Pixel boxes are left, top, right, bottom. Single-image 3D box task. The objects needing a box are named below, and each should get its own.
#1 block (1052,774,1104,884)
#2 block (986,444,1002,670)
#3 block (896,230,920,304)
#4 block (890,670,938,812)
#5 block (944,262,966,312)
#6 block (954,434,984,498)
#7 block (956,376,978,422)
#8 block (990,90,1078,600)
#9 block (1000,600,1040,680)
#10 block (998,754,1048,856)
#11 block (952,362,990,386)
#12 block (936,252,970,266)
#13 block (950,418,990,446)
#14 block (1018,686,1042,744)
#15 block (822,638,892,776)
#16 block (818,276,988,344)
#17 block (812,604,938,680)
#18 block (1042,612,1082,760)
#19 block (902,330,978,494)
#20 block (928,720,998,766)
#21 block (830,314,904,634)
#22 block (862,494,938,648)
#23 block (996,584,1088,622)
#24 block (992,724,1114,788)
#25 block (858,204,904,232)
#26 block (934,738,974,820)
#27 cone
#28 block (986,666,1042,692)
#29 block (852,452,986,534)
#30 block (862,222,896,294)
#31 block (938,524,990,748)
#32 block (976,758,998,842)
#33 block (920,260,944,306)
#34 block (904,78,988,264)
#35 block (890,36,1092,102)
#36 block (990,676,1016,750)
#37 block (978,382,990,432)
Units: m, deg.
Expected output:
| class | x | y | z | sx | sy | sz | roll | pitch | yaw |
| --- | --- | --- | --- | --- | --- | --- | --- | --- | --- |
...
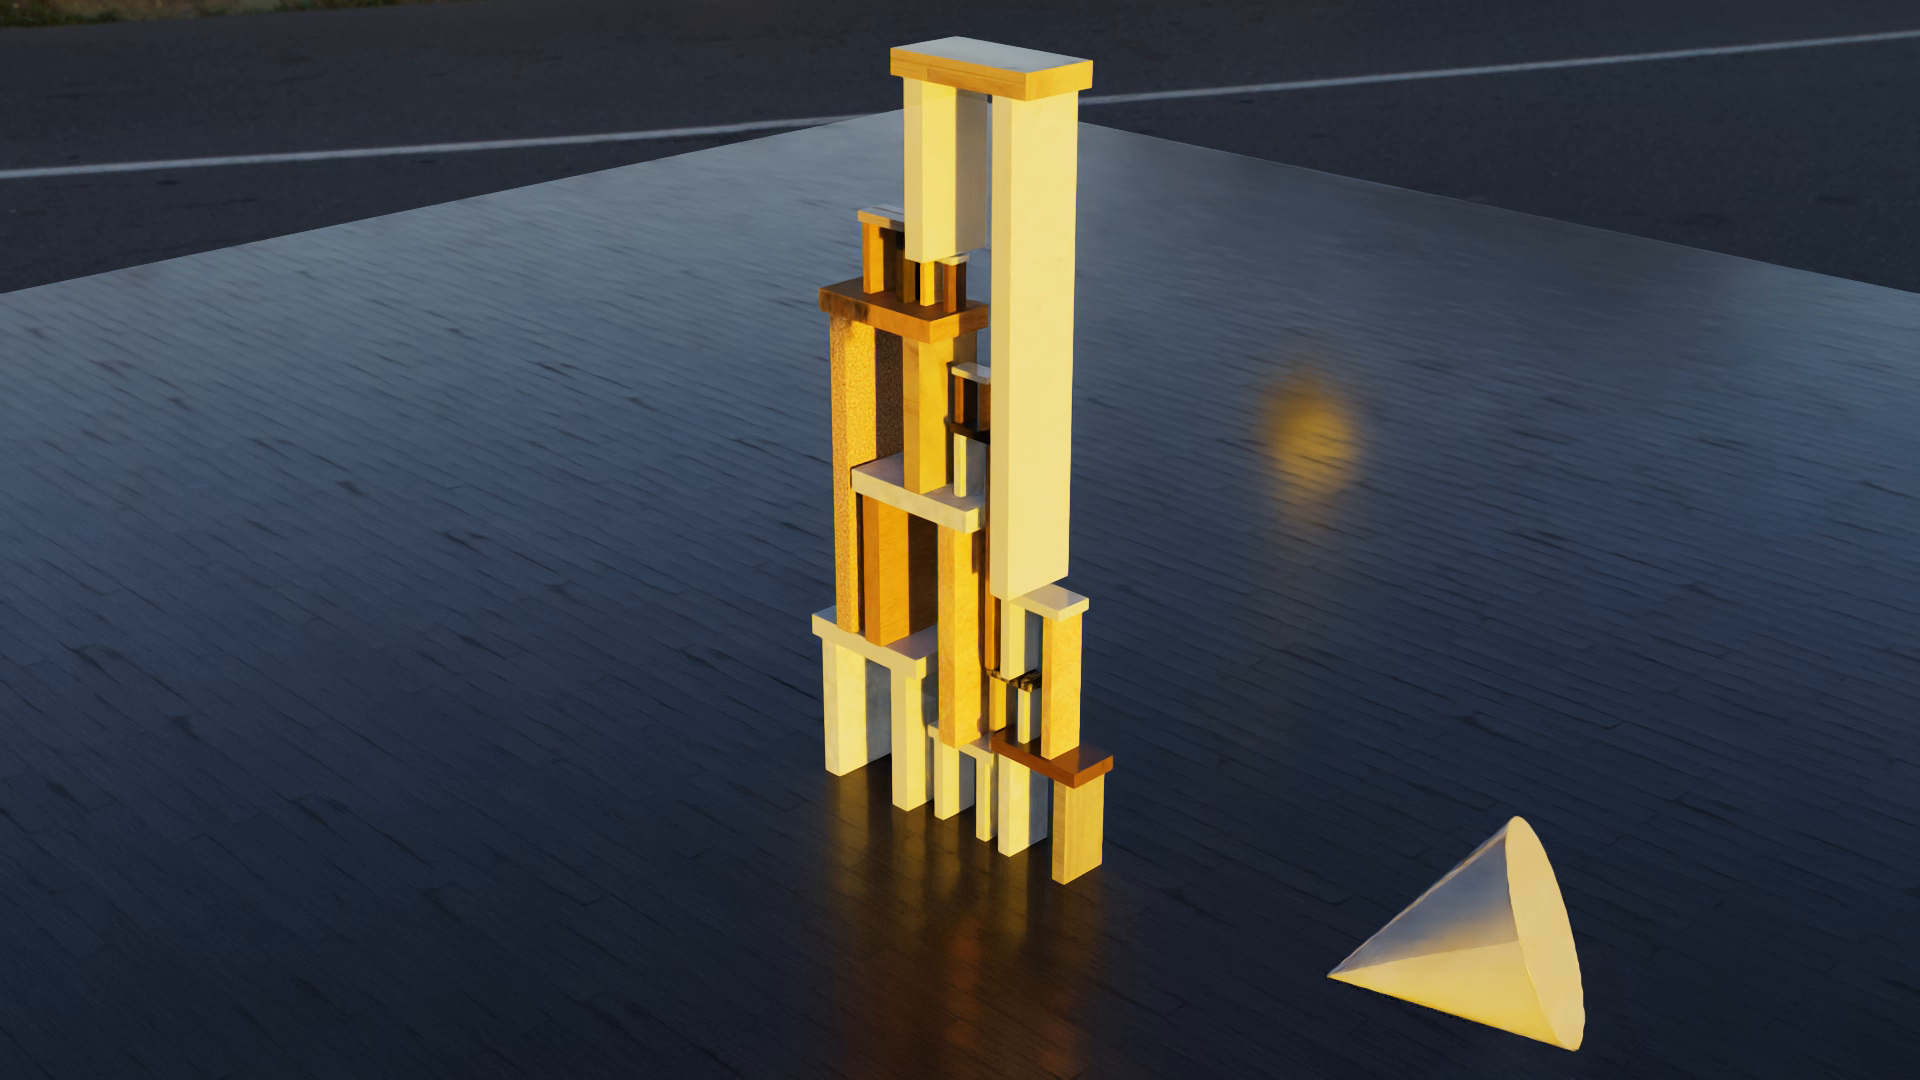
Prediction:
| class | x | y | z | sx | sy | sz | roll | pitch | yaw |
| --- | --- | --- | --- | --- | --- | --- | --- | --- | --- |
| block | 0.226 | 0.541 | 4.209 | 0.031 | 0.217 | 0.108 | 21 | 31 | 41 |
| block | 0.076 | 0.027 | 4.147 | 0.062 | 0.456 | 0.018 | -21 | 31 | -40 |
| block | -0.087 | -0.515 | 4.098 | 0.019 | 0.136 | 0.068 | 22 | 31 | 40 |
| block | -0.068 | 0.382 | 4.466 | 0.043 | 0.307 | 0.153 | 21 | 31 | 41 |
| block | -0.009 | -0.468 | 4.043 | 0.013 | 0.092 | 0.046 | 21 | 31 | 41 |
| block | 0.017 | -0.148 | 4.136 | 0.062 | 0.124 | 0.018 | -21 | 31 | -40 |
| block | 0.012 | -0.268 | 4.097 | 0.046 | 0.092 | 0.013 | -21 | 31 | -40 |
| block | 0.130 | -0.343 | 3.944 | 0.047 | 0.927 | 0.165 | 21 | 31 | 41 |
| block | 0.114 | 0.177 | 4.171 | 0.081 | 0.162 | 0.023 | -21 | 31 | -41 |
| block | 0.124 | 0.501 | 4.303 | 0.031 | 0.217 | 0.108 | 21 | 31 | 41 |
| block | 0.034 | -0.308 | 4.056 | 0.046 | 0.013 | 0.092 | -21 | 31 | -40 |
| block | -0.031 | -0.524 | 4.043 | 0.092 | 0.013 | 0.046 | 21 | 31 | 41 |
| block | 0.047 | -0.202 | 4.082 | 0.062 | 0.018 | 0.124 | -21 | 31 | -41 |
| block | 0.137 | 0.328 | 4.209 | 0.057 | 0.113 | 0.016 | -21 | 31 | -41 |
| block | -0.213 | 0.326 | 4.600 | 0.043 | 0.307 | 0.153 | 21 | 31 | 41 |
| block | -0.108 | -0.439 | 4.148 | 0.303 | 0.043 | 0.152 | 21 | 31 | 41 |
| block | -0.140 | 0.193 | 4.465 | 0.307 | 0.043 | 0.153 | 21 | 31 | 41 |
| block | 0.190 | 0.266 | 4.126 | 0.081 | 0.291 | 0.023 | -21 | 31 | -41 |
| block | -0.037 | -0.252 | 4.150 | 0.152 | 0.303 | 0.043 | -21 | 31 | -41 |
| block | 0.031 | 0.390 | 4.354 | 0.089 | 0.025 | 0.177 | -21 | 31 | -41 |
| block | -0.180 | -0.142 | 4.352 | 0.043 | 0.662 | 0.152 | 21 | 31 | 41 |
| block | -0.118 | 0.041 | 4.366 | 0.044 | 0.314 | 0.157 | 21 | 31 | 41 |
| block | 0.152 | 0.107 | 4.099 | 0.162 | 0.023 | 0.081 | 21 | 31 | 41 |
| block | 0.175 | 0.407 | 4.208 | 0.217 | 0.031 | 0.108 | 21 | 31 | 41 |
| block | -0.119 | -0.599 | 4.097 | 0.136 | 0.019 | 0.068 | 21 | 31 | 40 |
| block | -0.011 | 0.467 | 4.432 | 0.089 | 0.177 | 0.025 | -21 | 31 | -41 |
| cone | 0.446 | 0.390 | 2.071 | 0.217 | 0.217 | 0.217 | -17 | 15 | 24 |
| block | 0.110 | 0.258 | 4.208 | 0.057 | 0.016 | 0.113 | -21 | 31 | -41 |
| block | -0.044 | -0.096 | 4.228 | 0.157 | 0.044 | 0.314 | -21 | 31 | -41 |
| block | -0.152 | -0.540 | 4.157 | 0.019 | 0.136 | 0.068 | 21 | 31 | 40 |
| block | 0.030 | 0.167 | 4.258 | 0.157 | 0.462 | 0.044 | -21 | 31 | -40 |
| block | 0.072 | 0.500 | 4.356 | 0.025 | 0.177 | 0.089 | 21 | 31 | 41 |
| block | -0.053 | -0.484 | 4.083 | 0.013 | 0.092 | 0.046 | 21 | 31 | 41 |
| block | -0.025 | -0.679 | 3.970 | 0.047 | 0.329 | 0.165 | 21 | 31 | 40 |
| block | 0.052 | -0.822 | 3.825 | 0.165 | 0.047 | 0.329 | -21 | 31 | -41 |
| block | 0.083 | 0.328 | 4.267 | 0.016 | 0.159 | 0.057 | 21 | 31 | 41 |
| block | 0.055 | -0.251 | 4.057 | 0.046 | 0.092 | 0.013 | -21 | 31 | -41 |
